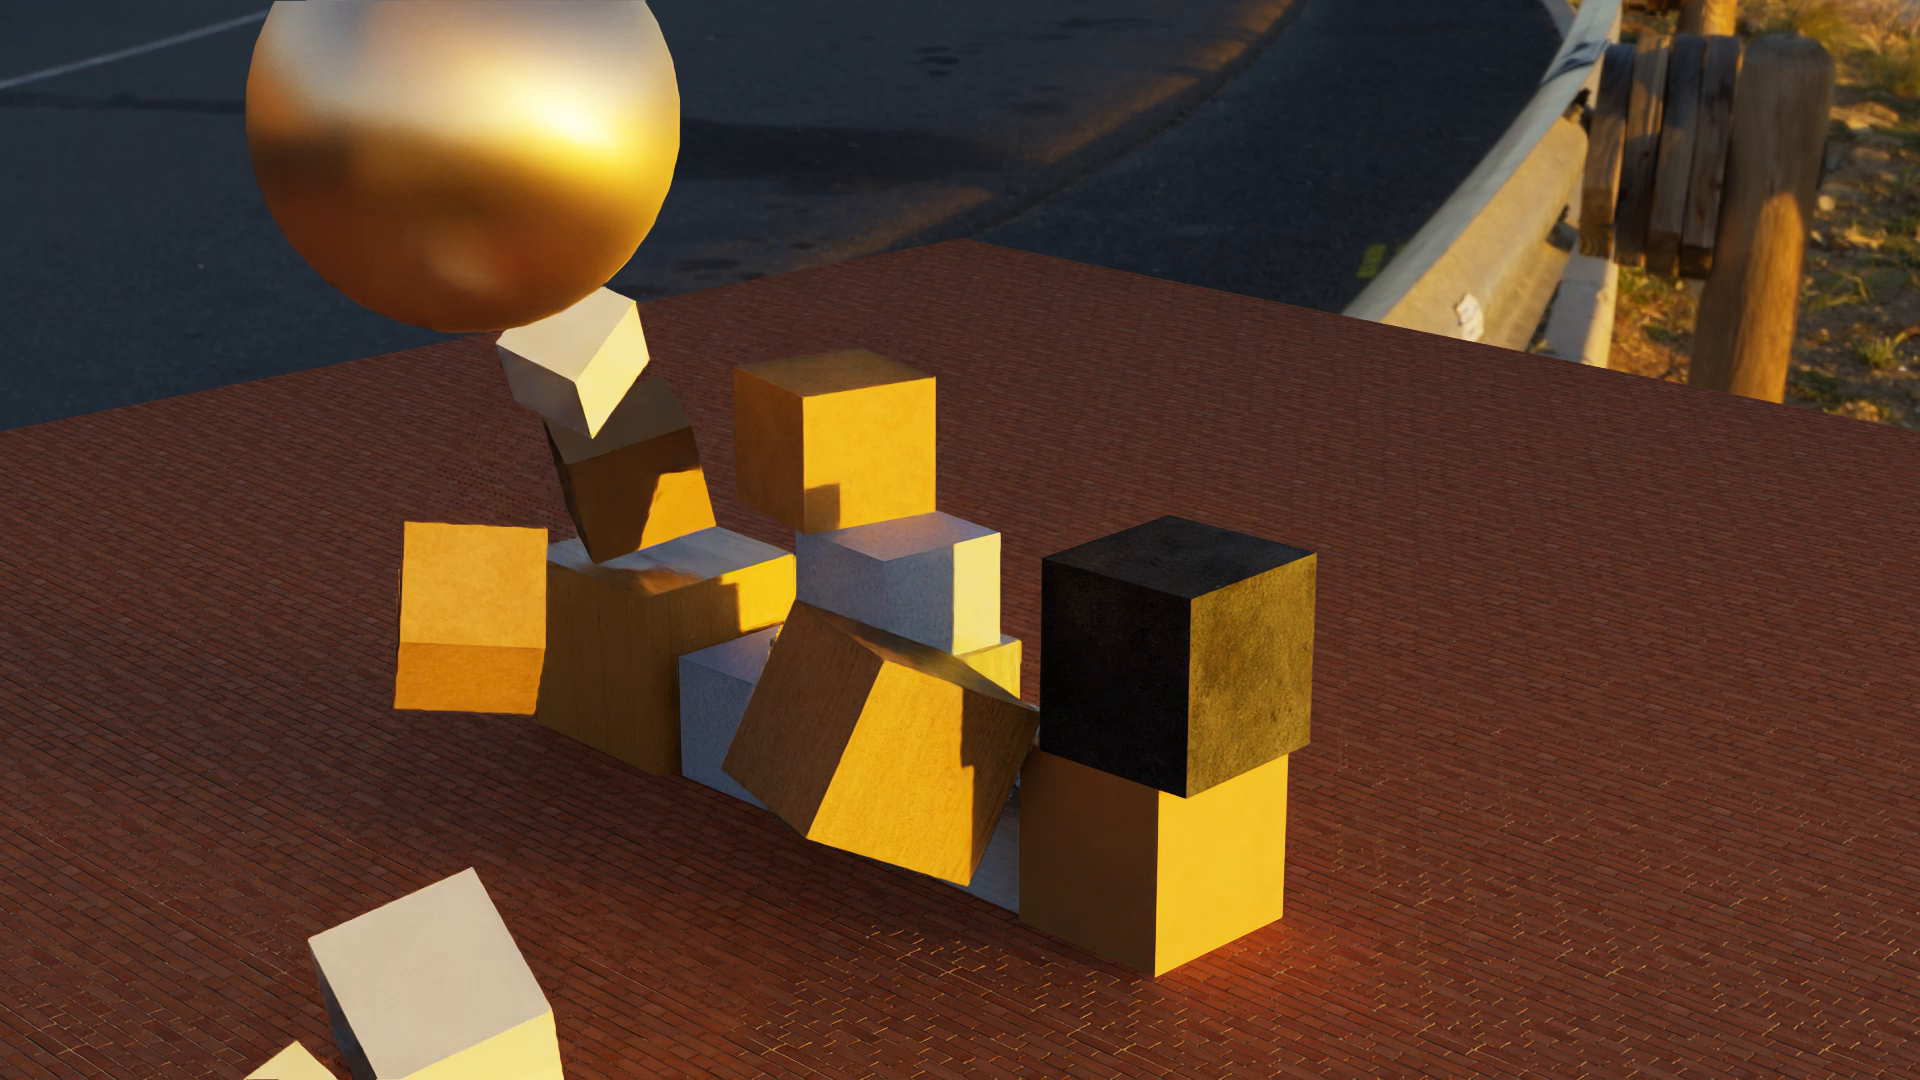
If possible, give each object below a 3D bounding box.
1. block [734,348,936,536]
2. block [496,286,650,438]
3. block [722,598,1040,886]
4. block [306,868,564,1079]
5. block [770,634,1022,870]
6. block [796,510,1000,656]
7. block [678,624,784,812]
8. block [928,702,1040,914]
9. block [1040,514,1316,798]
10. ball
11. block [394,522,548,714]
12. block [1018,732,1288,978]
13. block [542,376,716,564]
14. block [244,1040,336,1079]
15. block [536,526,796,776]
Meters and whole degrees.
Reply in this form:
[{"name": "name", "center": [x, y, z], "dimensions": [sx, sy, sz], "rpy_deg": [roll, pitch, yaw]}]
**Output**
[{"name": "block", "center": [-0.596, -0.478, 13.885], "dimensions": [0.707, 0.657, 0.675], "rpy_deg": [-11, 21, -31]}, {"name": "block", "center": [-1.759, -0.858, 13.360], "dimensions": [0.432, 0.492, 0.487], "rpy_deg": [26, 65, 16]}, {"name": "block", "center": [-0.344, 0.877, 12.750], "dimensions": [0.871, 0.816, 0.839], "rpy_deg": [21, 5, -34]}, {"name": "block", "center": [-1.933, 1.792, 10.879], "dimensions": [0.655, 0.666, 0.710], "rpy_deg": [-23, 53, -20]}, {"name": "block", "center": [-0.305, 0.905, 13.932], "dimensions": [0.833, 0.919, 0.841], "rpy_deg": [-17, 24, -42]}, {"name": "block", "center": [-0.290, 0.214, 13.694], "dimensions": [0.686, 0.544, 0.664], "rpy_deg": [-14, 22, -38]}, {"name": "block", "center": [-0.857, 0.871, 14.525], "dimensions": [0.736, 0.629, 0.755], "rpy_deg": [16, 24, 42]}, {"name": "block", "center": [0.296, 1.219, 13.456], "dimensions": [0.774, 0.606, 0.760], "rpy_deg": [-16, 24, -42]}, {"name": "block", "center": [0.928, 0.479, 12.513], "dimensions": [0.804, 0.869, 0.850], "rpy_deg": [16, 23, 41]}, {"name": "ball", "center": [-1.841, -1.571, 10.919], "dimensions": [1.600, 1.600, 1.600], "rpy_deg": [0, 17, 0]}, {"name": "block", "center": [-1.620, 0.261, 9.701], "dimensions": [0.462, 0.460, 0.449], "rpy_deg": [3, 59, -12]}, {"name": "block", "center": [0.845, 1.271, 12.869], "dimensions": [0.803, 0.858, 0.853], "rpy_deg": [17, 24, 42]}, {"name": "block", "center": [-1.680, -0.358, 14.850], "dimensions": [0.647, 0.602, 0.572], "rpy_deg": [-18, 34, -12]}, {"name": "block", "center": [-2.178, 2.244, 9.312], "dimensions": [0.784, 0.704, 0.751], "rpy_deg": [40, 43, 14]}, {"name": "block", "center": [-1.522, 0.510, 15.106], "dimensions": [0.941, 0.944, 1.016], "rpy_deg": [-17, 24, -39]}]
